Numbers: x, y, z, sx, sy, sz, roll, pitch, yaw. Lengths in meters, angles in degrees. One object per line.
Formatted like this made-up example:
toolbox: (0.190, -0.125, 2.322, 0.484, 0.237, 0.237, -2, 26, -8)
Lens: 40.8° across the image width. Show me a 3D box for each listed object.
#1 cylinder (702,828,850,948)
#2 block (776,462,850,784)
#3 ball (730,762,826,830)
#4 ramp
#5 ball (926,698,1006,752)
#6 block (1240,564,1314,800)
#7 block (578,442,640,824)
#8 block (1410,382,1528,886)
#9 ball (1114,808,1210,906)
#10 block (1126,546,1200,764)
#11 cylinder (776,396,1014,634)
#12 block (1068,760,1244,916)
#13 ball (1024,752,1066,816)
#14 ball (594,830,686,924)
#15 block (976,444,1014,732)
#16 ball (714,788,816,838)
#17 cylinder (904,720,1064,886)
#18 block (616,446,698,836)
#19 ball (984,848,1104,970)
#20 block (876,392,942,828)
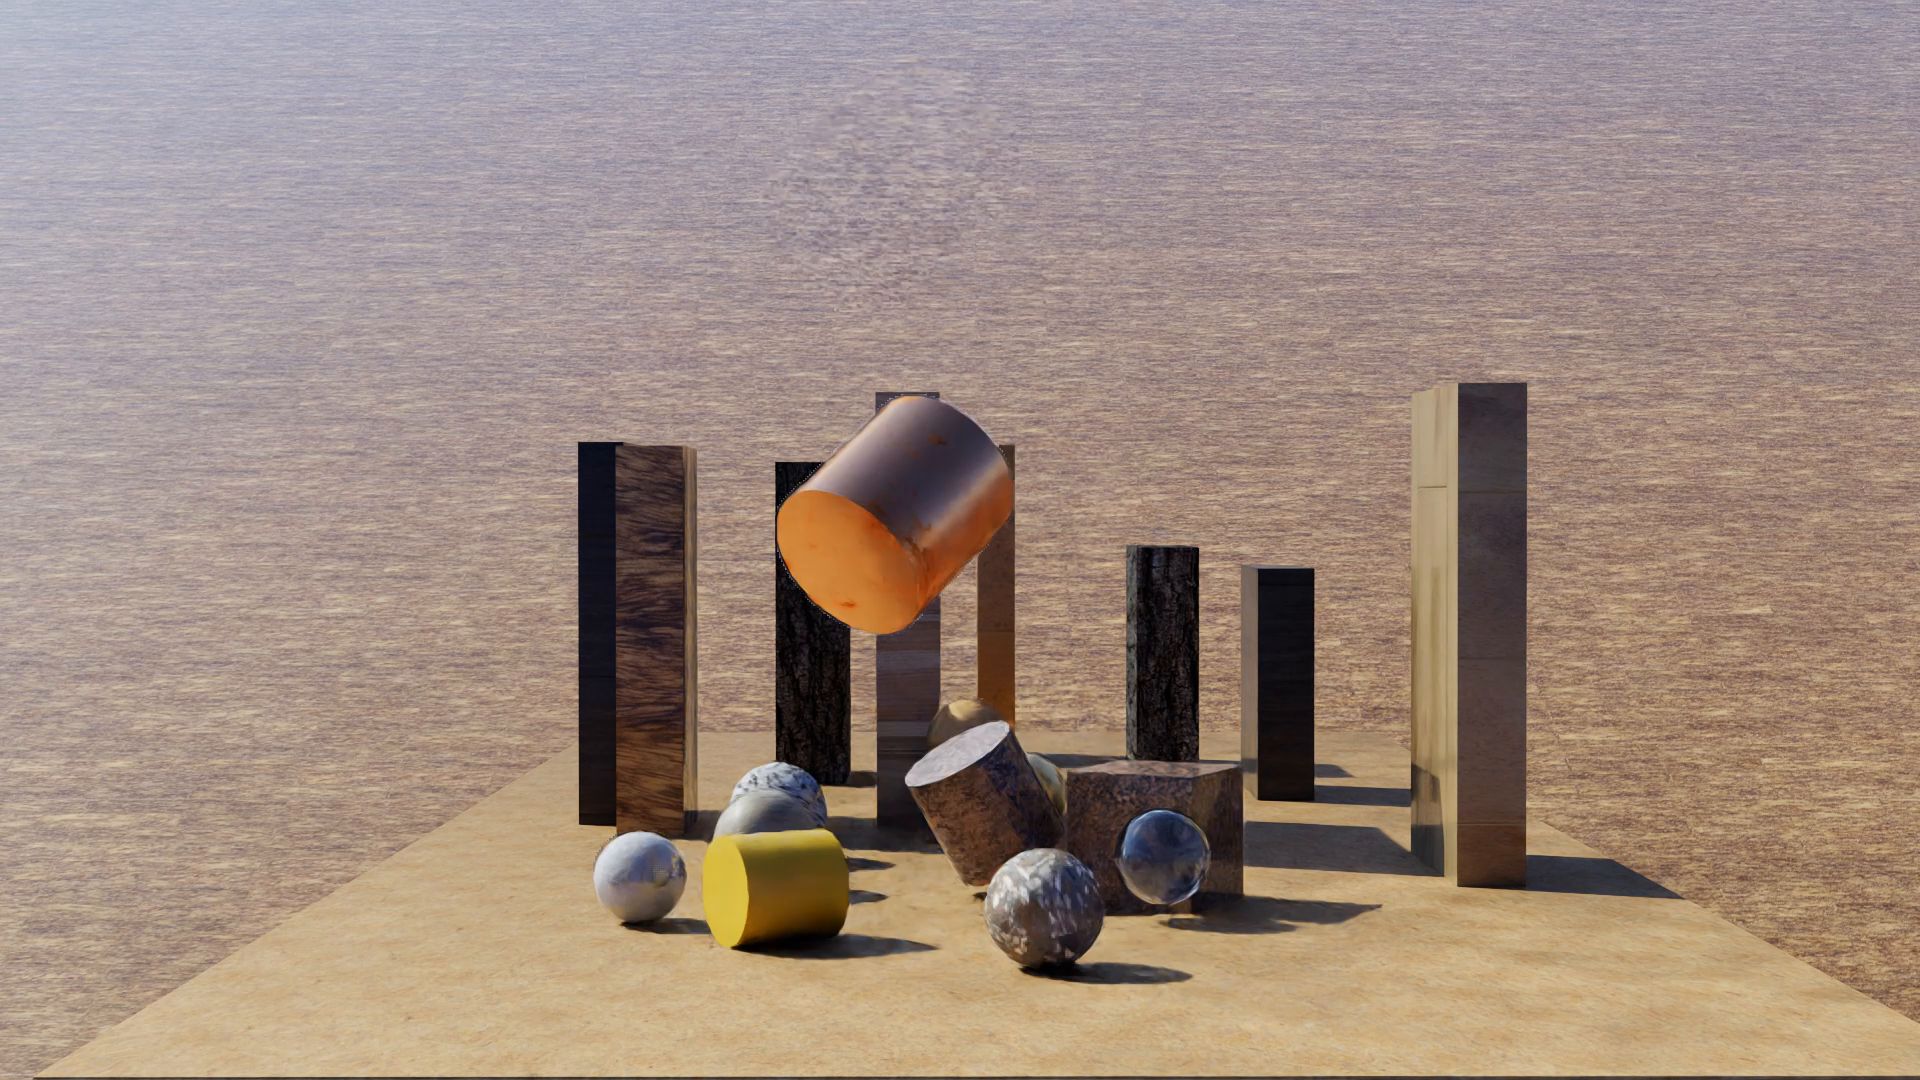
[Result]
cylinder: (-0.244, 0.458, 3.408, 0.146, 0.146, 0.146, 0, 25, -30)
block: (-0.311, 0.171, 5.508, 0.144, 0.670, 0.279, 0, 1, 0)
ball: (-0.296, 0.442, 4.196, 0.160, 0.160, 0.160, 0, 28, 0)
ramp: (0.063, 0.566, 4.606, 2.000, 0.100, 4.000, 0, 1, 0)
ball: (0.015, 0.356, 4.582, 0.149, 0.149, 0.149, 0, 28, 0)
block: (0.639, 0.281, 5.211, 0.111, 0.455, 0.302, 0, 1, 0)
block: (-0.650, 0.167, 4.819, 0.082, 0.694, 0.287, 0, 1, 0)
block: (0.804, 0.141, 4.102, 0.105, 0.762, 0.399, 0, 1, 0)
ball: (0.281, 0.439, 3.583, 0.134, 0.134, 0.134, 0, 28, 0)
block: (0.338, 0.265, 4.329, 0.101, 0.509, 0.260, 0, 1, 0)
cylinder: (-0.062, -0.025, 2.487, 0.165, 0.165, 0.165, 17, 45, 29)
block: (0.286, 0.430, 3.766, 0.194, 0.194, 0.194, 0, 1, 28)
ball: (0.115, 0.445, 4.525, 0.144, 0.144, 0.144, 0, 28, 0)
ball: (-0.441, 0.466, 3.565, 0.128, 0.128, 0.128, 0, 28, 0)
block: (0.081, 0.143, 5.926, 0.083, 0.715, 0.280, 0, 1, 0)
ball: (-0.291, 0.449, 3.856, 0.154, 0.154, 0.154, 0, 28, 0)
cylinder: (0.037, 0.389, 3.816, 0.176, 0.176, 0.176, -28, 12, 6)
block: (-0.542, 0.175, 4.634, 0.117, 0.682, 0.247, 0, 1, 0)
ball: (0.105, 0.459, 3.216, 0.150, 0.150, 0.150, 0, 28, 0)
block: (-0.094, 0.123, 4.799, 0.115, 0.781, 0.330, 0, 1, 0)
